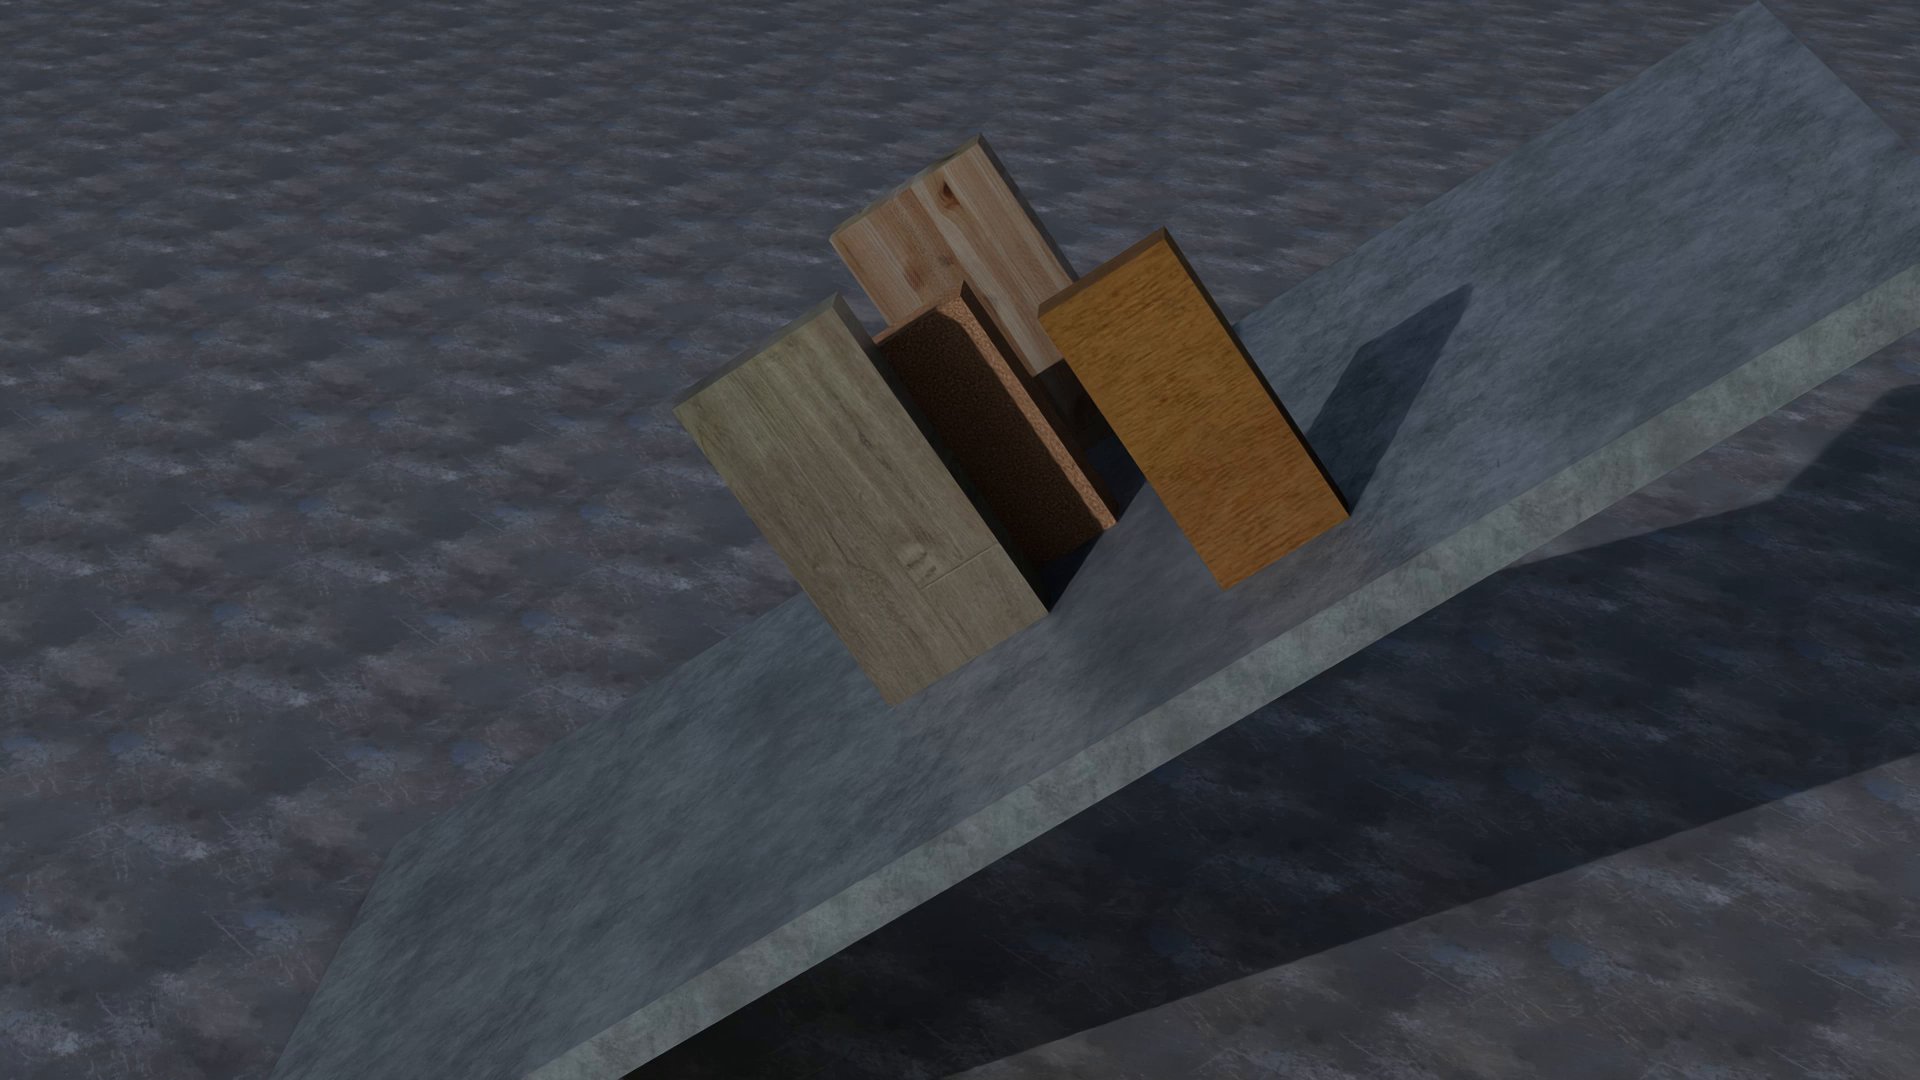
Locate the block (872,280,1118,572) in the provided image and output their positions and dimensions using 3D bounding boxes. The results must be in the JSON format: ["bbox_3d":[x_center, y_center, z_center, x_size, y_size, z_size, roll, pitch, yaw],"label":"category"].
[{"bbox_3d":[-0.006,-0.187,6.343,0.433,0.603,0.128,-32,16,14],"label":"block"}]

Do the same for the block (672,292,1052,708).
[{"bbox_3d":[-0.196,-0.076,6.071,0.399,0.784,0.114,-32,16,14],"label":"block"}]

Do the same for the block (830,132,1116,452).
[{"bbox_3d":[0.083,-0.520,6.872,0.415,0.751,0.112,-32,16,14],"label":"block"}]

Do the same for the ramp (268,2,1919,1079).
[{"bbox_3d":[0.138,0.172,6.300,4.000,0.100,2.000,-32,16,14],"label":"ramp"}]

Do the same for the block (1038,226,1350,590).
[{"bbox_3d":[0.437,-0.241,5.485,0.277,0.638,0.094,-32,16,14],"label":"block"}]
